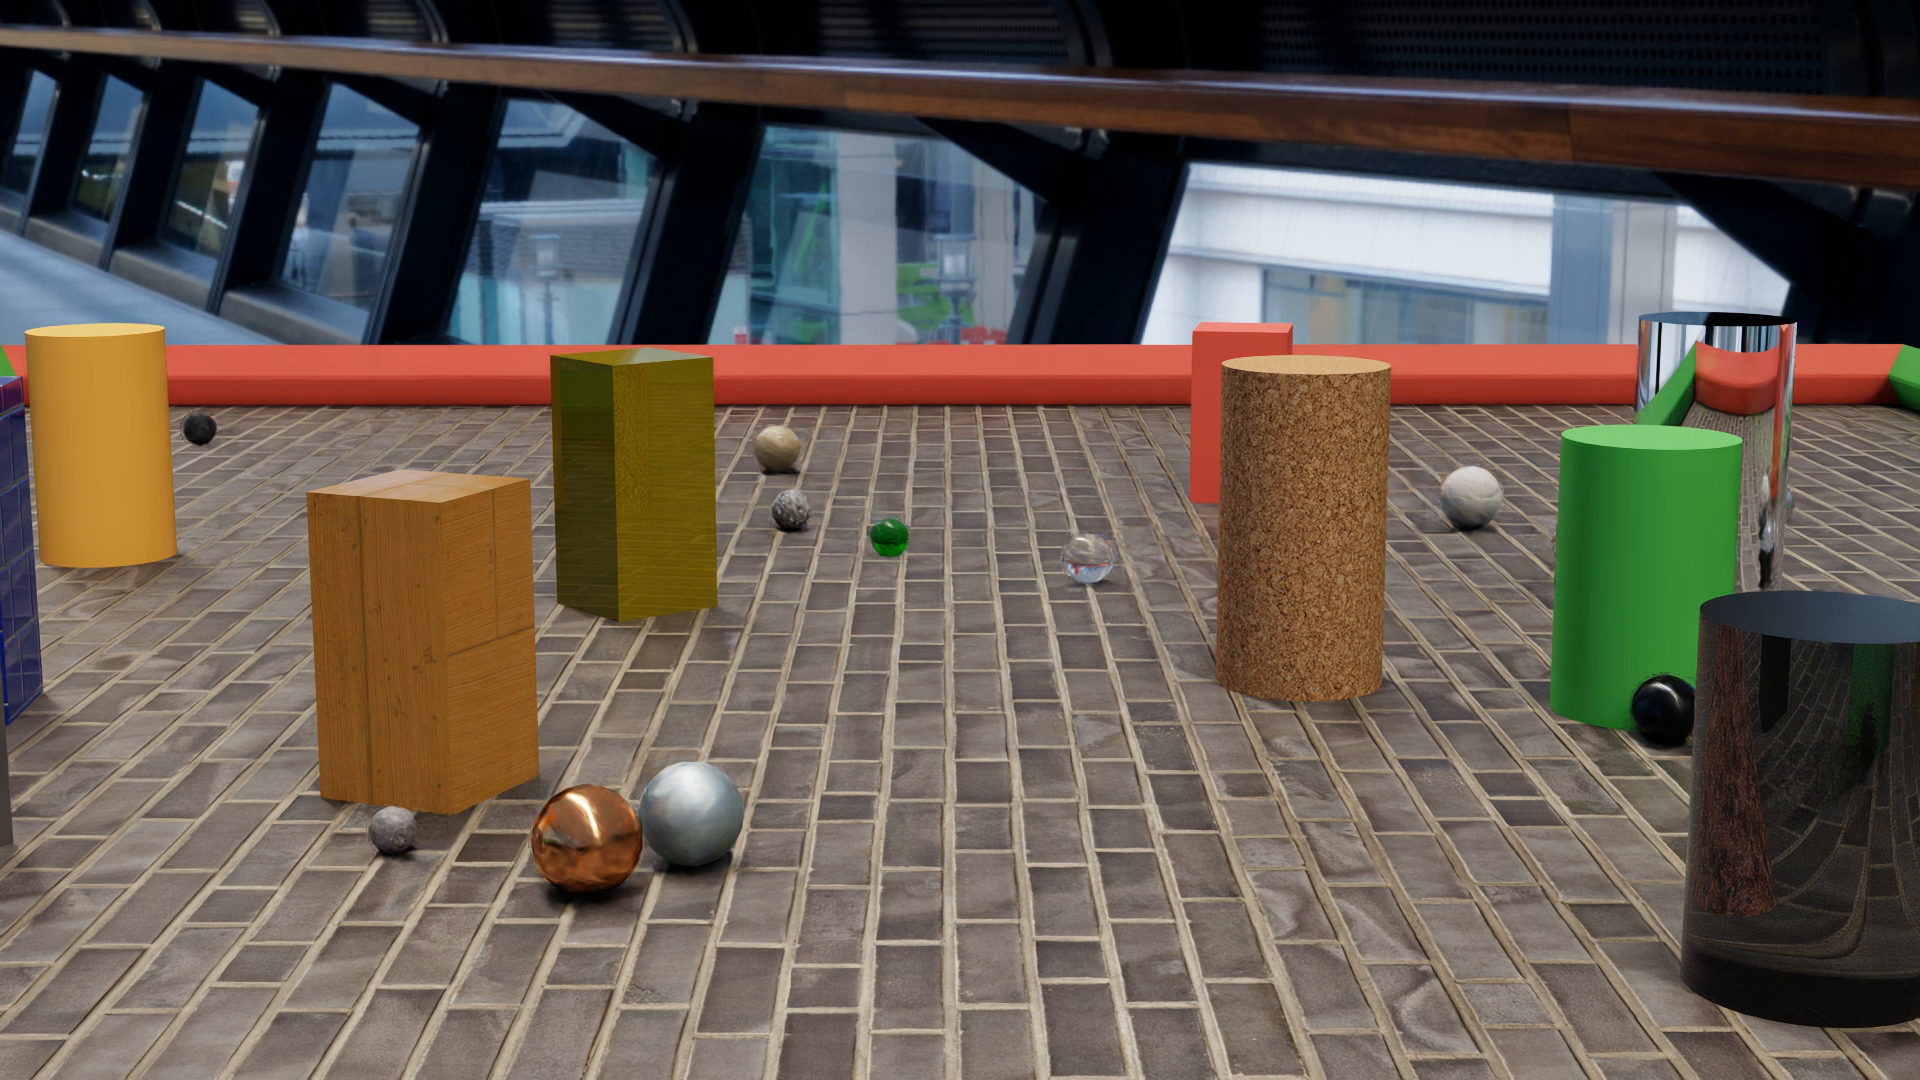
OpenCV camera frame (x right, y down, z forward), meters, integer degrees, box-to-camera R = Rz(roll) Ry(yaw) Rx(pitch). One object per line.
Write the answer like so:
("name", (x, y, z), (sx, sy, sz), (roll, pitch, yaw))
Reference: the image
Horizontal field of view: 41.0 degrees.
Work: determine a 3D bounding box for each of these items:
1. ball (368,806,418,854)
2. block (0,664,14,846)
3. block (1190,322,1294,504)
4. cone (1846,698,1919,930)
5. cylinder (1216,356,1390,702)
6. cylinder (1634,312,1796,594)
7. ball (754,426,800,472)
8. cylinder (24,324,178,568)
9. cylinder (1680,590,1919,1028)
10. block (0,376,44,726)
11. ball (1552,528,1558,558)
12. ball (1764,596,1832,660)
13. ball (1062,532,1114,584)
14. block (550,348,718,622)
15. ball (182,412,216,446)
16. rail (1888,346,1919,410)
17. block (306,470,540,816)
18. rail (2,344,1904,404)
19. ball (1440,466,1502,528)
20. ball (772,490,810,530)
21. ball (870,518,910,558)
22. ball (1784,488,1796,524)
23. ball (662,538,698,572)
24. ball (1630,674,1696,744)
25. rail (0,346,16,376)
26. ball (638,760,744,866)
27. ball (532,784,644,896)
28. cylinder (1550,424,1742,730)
("ball", (-0.530, 0.271, 2.399), (0.044, 0.044, 0.044), (0, 10, 0))
("block", (-1.007, 0.099, 2.381), (0.157, 0.388, 0.157), (8, 13, 36))
("block", (0.479, -0.217, 4.361), (0.157, 0.290, 0.157), (2, 11, 10))
("cone", (0.884, 0.144, 2.229), (0.197, 0.355, 0.197), (0, 10, 0))
("cylinder", (0.405, -0.018, 3.036), (0.197, 0.381, 0.197), (0, 10, 0))
("cylinder", (0.975, -0.086, 3.341), (0.197, 0.404, 0.197), (0, 10, 0))
("ball", (-0.331, -0.166, 4.649), (0.084, 0.084, 0.084), (0, 10, 0))
("cylinder", (-1.280, -0.144, 3.829), (0.197, 0.339, 0.197), (0, 10, 0))
("cylinder", (0.680, 0.208, 2.034), (0.197, 0.302, 0.197), (0, 10, 0))
("block", (-1.149, 0.011, 2.901), (0.157, 0.373, 0.157), (-1, 11, -6))
("ball", (0.900, 0.007, 3.699), (0.090, 0.090, 0.090), (0, 10, 0))
("ball", (1.036, 0.109, 3.176), (0.080, 0.080, 0.080), (0, 10, 0))
("ball", (0.182, 0.026, 3.646), (0.072, 0.072, 0.072), (0, 10, 0))
("block", (-0.441, -0.079, 3.474), (0.157, 0.341, 0.157), (-9, 14, -39))
("ball", (-1.474, -0.216, 4.973), (0.064, 0.064, 0.064), (0, 10, 0))
("rail", (2.036, 0.031, 3.460), (0.045, 0.128, 4.302), (0, 10, 0))
("block", (-0.540, 0.099, 2.595), (0.157, 0.312, 0.157), (4, 11, 23))
("rail", (-0.012, -0.355, 5.541), (4.119, 0.128, 0.045), (0, 10, 0))
("ball", (0.813, -0.068, 4.081), (0.098, 0.098, 0.098), (0, 10, 0))
("ball", (-0.268, -0.048, 4.074), (0.062, 0.062, 0.062), (0, 10, 0))
("ball", (-0.105, -0.004, 3.842), (0.059, 0.059, 0.059), (0, 10, 0))
("ball", (1.287, -0.054, 4.073), (0.074, 0.074, 0.074), (0, 10, 0))
("ball", (-0.407, 0.022, 3.725), (0.050, 0.050, 0.050), (0, 10, 0))
("ball", (0.767, 0.184, 2.788), (0.075, 0.075, 0.075), (0, 10, 0))
("rail", (-2.036, 0.035, 3.437), (0.045, 0.128, 4.302), (0, 10, 0))
("ball", (-0.247, 0.252, 2.360), (0.097, 0.097, 0.097), (0, 10, 0))
("ball", (-0.331, 0.266, 2.276), (0.098, 0.098, 0.098), (0, 10, 0))
("cylinder", (0.776, 0.039, 2.907), (0.197, 0.315, 0.197), (0, 10, 0))
